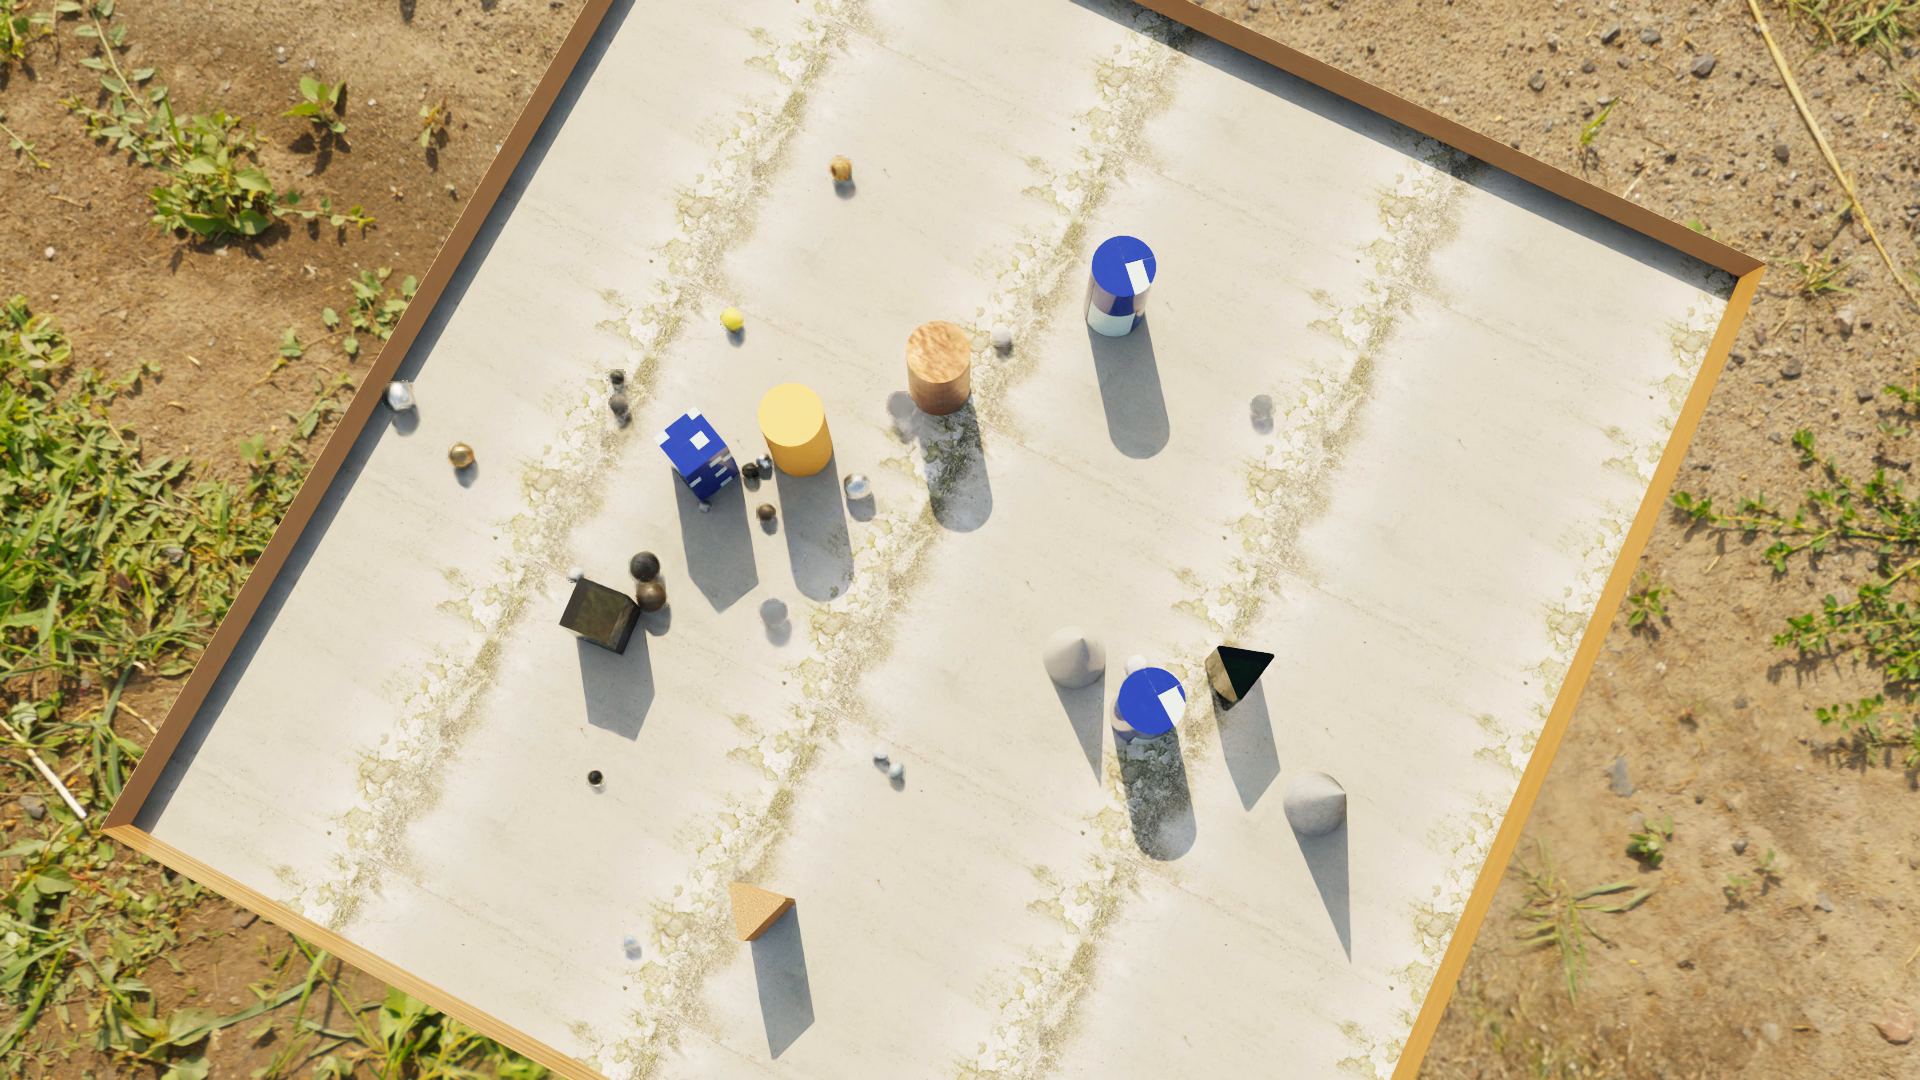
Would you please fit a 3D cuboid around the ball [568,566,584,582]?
[{"bbox_3d":[-1.168,0.104,5.571,0.047,0.047,0.047,0,78,0],"label":"ball"}]

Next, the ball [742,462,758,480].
[{"bbox_3d":[-0.645,-0.212,5.634,0.052,0.052,0.052,0,78,0],"label":"ball"}]

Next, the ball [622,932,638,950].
[{"bbox_3d":[-0.963,1.171,5.349,0.050,0.050,0.050,0,78,0],"label":"ball"}]

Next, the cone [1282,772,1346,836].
[{"bbox_3d":[1.056,0.738,5.232,0.191,0.454,0.191,0,78,0],"label":"cone"}]

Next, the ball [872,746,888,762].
[{"bbox_3d":[-0.236,0.635,5.461,0.048,0.048,0.048,0,78,0],"label":"ball"}]

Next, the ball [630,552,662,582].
[{"bbox_3d":[-0.953,0.081,5.551,0.096,0.096,0.096,0,78,0],"label":"ball"}]

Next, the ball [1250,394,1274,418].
[{"bbox_3d":[0.933,-0.414,5.665,0.072,0.072,0.072,0,78,0],"label":"ball"}]

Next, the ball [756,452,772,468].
[{"bbox_3d":[-0.606,-0.244,5.642,0.050,0.050,0.050,0,78,0],"label":"ball"}]

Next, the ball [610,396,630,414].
[{"bbox_3d":[-1.054,-0.420,5.674,0.058,0.058,0.058,0,78,0],"label":"ball"}]

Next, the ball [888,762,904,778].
[{"bbox_3d":[-0.191,0.684,5.449,0.051,0.051,0.051,0,78,0],"label":"ball"}]

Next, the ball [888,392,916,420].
[{"bbox_3d":[-0.181,-0.414,5.659,0.084,0.084,0.084,0,78,0],"label":"ball"}]

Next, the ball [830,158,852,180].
[{"bbox_3d":[-0.377,-1.179,5.823,0.073,0.073,0.073,0,78,0],"label":"ball"}]

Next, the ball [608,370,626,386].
[{"bbox_3d":[-1.066,-0.504,5.695,0.050,0.050,0.050,0,78,0],"label":"ball"}]

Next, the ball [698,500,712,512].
[{"bbox_3d":[-0.782,-0.104,5.618,0.040,0.040,0.040,0,78,0],"label":"ball"}]

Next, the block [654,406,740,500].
[{"bbox_3d":[-0.786,-0.252,5.499,0.153,0.332,0.153,-39,81,-7],"label":"block"}]

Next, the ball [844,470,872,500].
[{"bbox_3d":[-0.313,-0.167,5.606,0.089,0.089,0.089,0,78,0],"label":"ball"}]

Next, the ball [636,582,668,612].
[{"bbox_3d":[-0.931,0.171,5.534,0.093,0.093,0.093,0,78,0],"label":"ball"}]

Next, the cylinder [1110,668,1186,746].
[{"bbox_3d":[0.544,0.488,5.348,0.191,0.328,0.191,0,78,0],"label":"cylinder"}]

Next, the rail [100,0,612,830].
[{"bbox_3d":[-1.630,-0.792,5.716,0.045,0.124,3.784,26,80,5],"label":"rail"}]

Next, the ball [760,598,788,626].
[{"bbox_3d":[-0.561,0.216,5.528,0.086,0.086,0.086,0,78,0],"label":"ball"}]

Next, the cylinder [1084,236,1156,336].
[{"bbox_3d":[0.483,-0.769,5.583,0.191,0.378,0.191,0,78,0],"label":"cylinder"}]

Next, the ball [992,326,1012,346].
[{"bbox_3d":[0.130,-0.637,5.717,0.062,0.062,0.062,0,78,0],"label":"ball"}]

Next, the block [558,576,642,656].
[{"bbox_3d":[-1.065,0.228,5.443,0.153,0.248,0.153,21,79,4],"label":"block"}]

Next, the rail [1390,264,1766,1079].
[{"bbox_3d":[1.630,0.805,5.386,0.045,0.124,3.784,26,80,5],"label":"rail"}]

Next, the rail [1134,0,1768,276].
[{"bbox_3d":[0.836,-1.630,5.889,3.693,0.124,0.045,26,80,5],"label":"rail"}]

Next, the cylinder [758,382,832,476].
[{"bbox_3d":[-0.490,-0.326,5.493,0.191,0.373,0.191,0,78,0],"label":"cylinder"}]

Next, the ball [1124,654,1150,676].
[{"bbox_3d":[0.529,0.380,5.483,0.076,0.076,0.076,0,78,0],"label":"ball"}]

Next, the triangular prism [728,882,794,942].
[{"bbox_3d":[-0.594,1.034,5.237,0.166,0.324,0.143,-43,82,-8],"label":"triangular prism"}]

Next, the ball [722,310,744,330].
[{"bbox_3d":[-0.709,-0.688,5.725,0.066,0.066,0.066,0,78,0],"label":"ball"}]

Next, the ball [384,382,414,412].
[{"bbox_3d":[-1.731,-0.443,5.658,0.092,0.092,0.092,0,78,0],"label":"ball"}]

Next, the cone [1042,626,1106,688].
[{"bbox_3d":[0.346,0.315,5.358,0.191,0.379,0.191,0,78,0],"label":"cone"}]

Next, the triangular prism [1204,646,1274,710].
[{"bbox_3d":[0.795,0.378,5.392,0.143,0.287,0.166,38,81,7],"label":"triangular prism"}]

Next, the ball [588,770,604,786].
[{"bbox_3d":[-1.084,0.706,5.447,0.045,0.045,0.045,0,78,0],"label":"ball"}]

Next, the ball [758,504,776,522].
[{"bbox_3d":[-0.591,-0.085,5.606,0.055,0.055,0.055,0,78,0],"label":"ball"}]

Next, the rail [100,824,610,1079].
[{"bbox_3d":[-0.836,1.643,5.212,3.693,0.124,0.045,26,80,5],"label":"rail"}]

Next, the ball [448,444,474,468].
[{"bbox_3d":[-1.531,-0.259,5.631,0.077,0.077,0.077,0,78,0],"label":"ball"}]

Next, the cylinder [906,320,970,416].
[{"bbox_3d":[-0.064,-0.516,5.541,0.191,0.356,0.191,0,78,0],"label":"cylinder"}]
